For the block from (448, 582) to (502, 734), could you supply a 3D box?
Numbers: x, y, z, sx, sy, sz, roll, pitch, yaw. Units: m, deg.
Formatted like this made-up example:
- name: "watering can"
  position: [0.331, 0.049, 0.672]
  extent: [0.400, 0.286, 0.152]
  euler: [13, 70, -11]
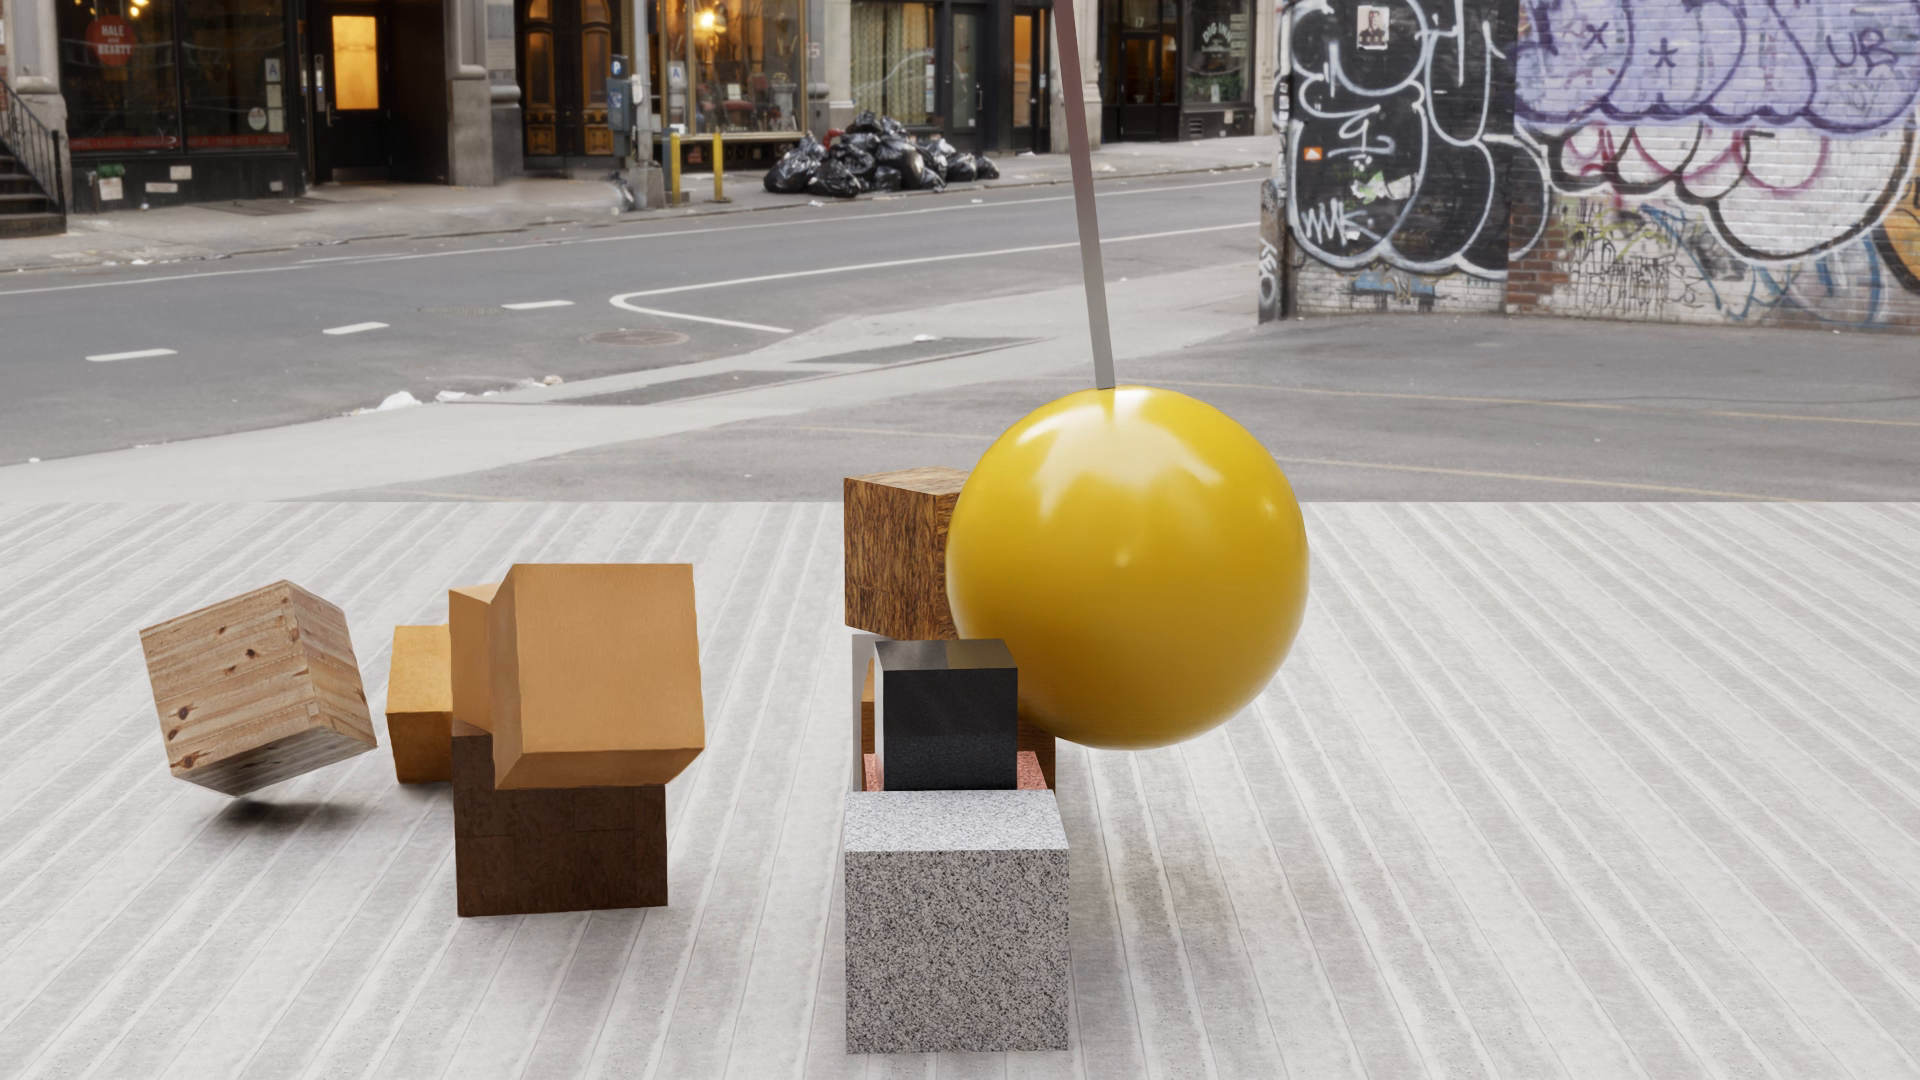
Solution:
- name: "block"
  position: [-1.736, 0.500, 10.852]
  extent: [0.579, 0.558, 0.682]
  euler: [-8, 13, -37]

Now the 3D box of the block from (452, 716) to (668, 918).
- name: "block"
  position: [-1.754, 1.118, 11.217]
  extent: [0.883, 0.788, 0.828]
  euler: [-2, 10, -10]

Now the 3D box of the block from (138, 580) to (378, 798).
- name: "block"
  position: [-3.365, 0.724, 12.344]
  extent: [0.753, 0.733, 0.704]
  euler: [-19, -16, 4]

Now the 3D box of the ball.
- name: "ball"
  position: [0.727, 0.122, 11.203]
  extent: [1.600, 1.600, 1.600]
  euler: [0, 10, 0]

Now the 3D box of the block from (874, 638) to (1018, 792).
- name: "block"
  position: [-0.062, 0.719, 10.201]
  extent: [0.522, 0.543, 0.520]
  euler: [-1, 10, -5]

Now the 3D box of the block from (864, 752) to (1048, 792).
- name: "block"
  position: [-0.020, 1.305, 10.443]
  extent: [0.717, 0.697, 0.785]
  euler: [-1, 10, -4]

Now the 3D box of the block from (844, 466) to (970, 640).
- name: "block"
  position: [-0.109, 0.072, 12.584]
  extent: [0.605, 0.743, 0.716]
  euler: [-9, 13, -40]

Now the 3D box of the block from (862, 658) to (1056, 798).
- name: "block"
  position: [-0.001, 0.999, 12.121]
  extent: [0.883, 0.697, 0.867]
  euler: [0, 10, 1]

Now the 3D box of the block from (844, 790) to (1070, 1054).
- name: "block"
  position: [-0.026, 1.417, 9.640]
  extent: [0.806, 0.763, 0.777]
  euler: [0, 10, -2]

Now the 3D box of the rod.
- name: "rod"
  position: [0.315, -3.199, 10.599]
  extent: [0.080, 5.200, 0.080]
  euler: [-7, 10, 1]

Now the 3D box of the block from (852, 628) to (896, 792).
- name: "block"
  position: [-0.013, 0.777, 13.039]
  extent: [0.968, 0.806, 0.945]
  euler: [1, 10, 4]

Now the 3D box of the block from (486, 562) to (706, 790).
- name: "block"
  position: [-1.423, 0.531, 9.953]
  extent: [0.691, 0.728, 0.644]
  euler: [0, -17, -20]

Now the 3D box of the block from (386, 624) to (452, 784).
- name: "block"
  position: [-2.497, 0.816, 12.898]
  extent: [0.662, 0.532, 0.583]
  euler: [-2, 45, -4]
